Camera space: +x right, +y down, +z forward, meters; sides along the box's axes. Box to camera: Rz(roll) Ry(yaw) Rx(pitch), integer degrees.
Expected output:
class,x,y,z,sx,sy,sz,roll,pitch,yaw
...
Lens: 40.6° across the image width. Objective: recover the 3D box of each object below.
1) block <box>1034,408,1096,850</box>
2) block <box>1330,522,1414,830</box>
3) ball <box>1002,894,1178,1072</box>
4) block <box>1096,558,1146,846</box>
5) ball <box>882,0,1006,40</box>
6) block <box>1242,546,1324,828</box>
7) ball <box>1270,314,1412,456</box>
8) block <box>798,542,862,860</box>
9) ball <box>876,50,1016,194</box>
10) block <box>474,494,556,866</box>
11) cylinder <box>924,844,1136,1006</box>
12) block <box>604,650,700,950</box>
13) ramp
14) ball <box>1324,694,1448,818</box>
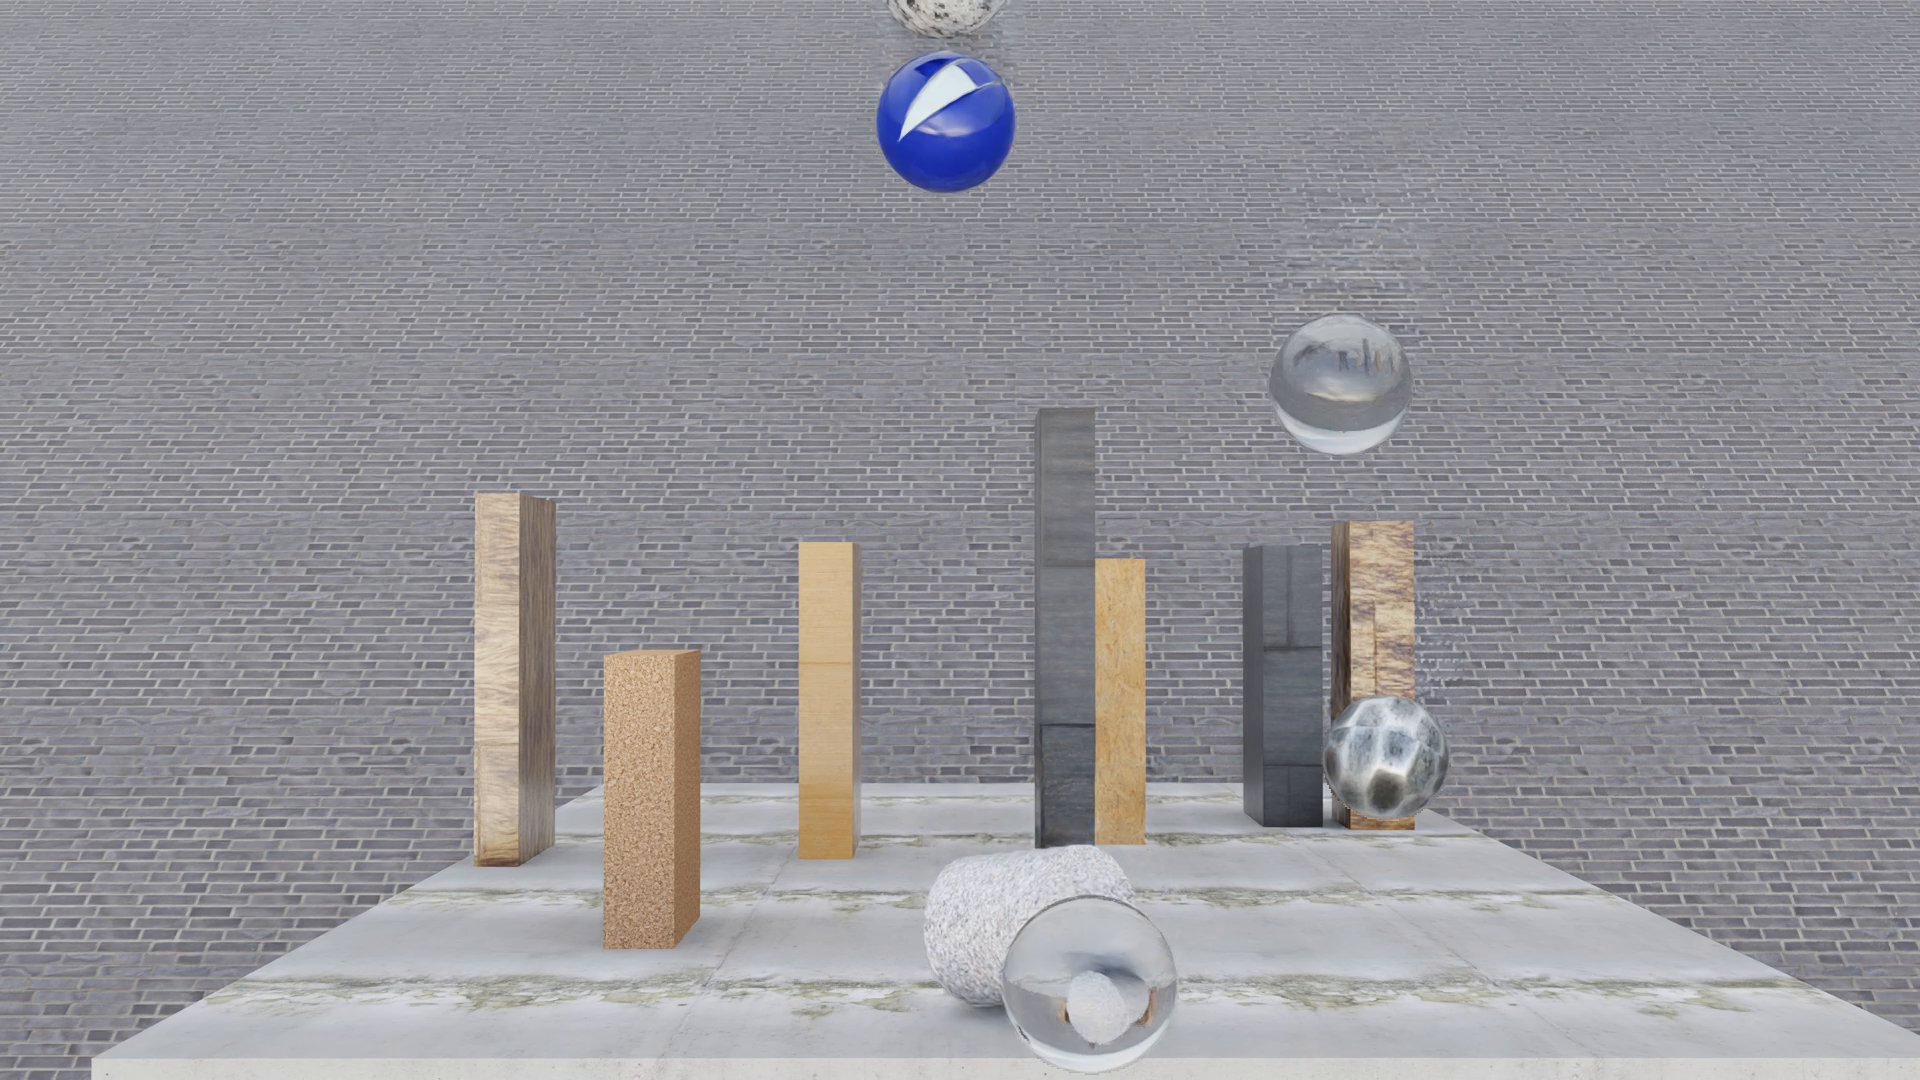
class,x,y,z,sx,sy,sz,roll,pitch,yaw
block,0.171,0.188,4.253,0.088,0.790,0.285,0,-1,0
block,0.883,0.286,5.564,0.134,0.646,0.274,0,-1,0
ball,0.131,0.446,2.615,0.177,0.177,0.177,0,33,0
block,0.304,0.321,5.261,0.121,0.563,0.312,0,-1,0
ball,-0.015,-0.523,2.373,0.127,0.127,0.127,0,33,0
block,0.705,0.314,5.687,0.126,0.596,0.389,0,-1,0
ball,0.366,-0.150,2.498,0.137,0.137,0.137,0,33,0
block,-0.251,0.304,5.055,0.100,0.591,0.432,0,-1,0
ball,-0.013,-0.399,2.479,0.134,0.134,0.134,0,33,0
block,-0.841,0.258,4.920,0.080,0.677,0.429,0,-1,0
cylinder,0.084,0.456,3.062,0.179,0.179,0.179,-13,19,43
block,-0.448,0.369,3.800,0.099,0.409,0.365,0,-1,0
ramp,0.074,0.643,4.764,2.000,0.100,4.000,0,-1,0
ball,0.473,0.240,2.885,0.138,0.138,0.138,0,33,0
